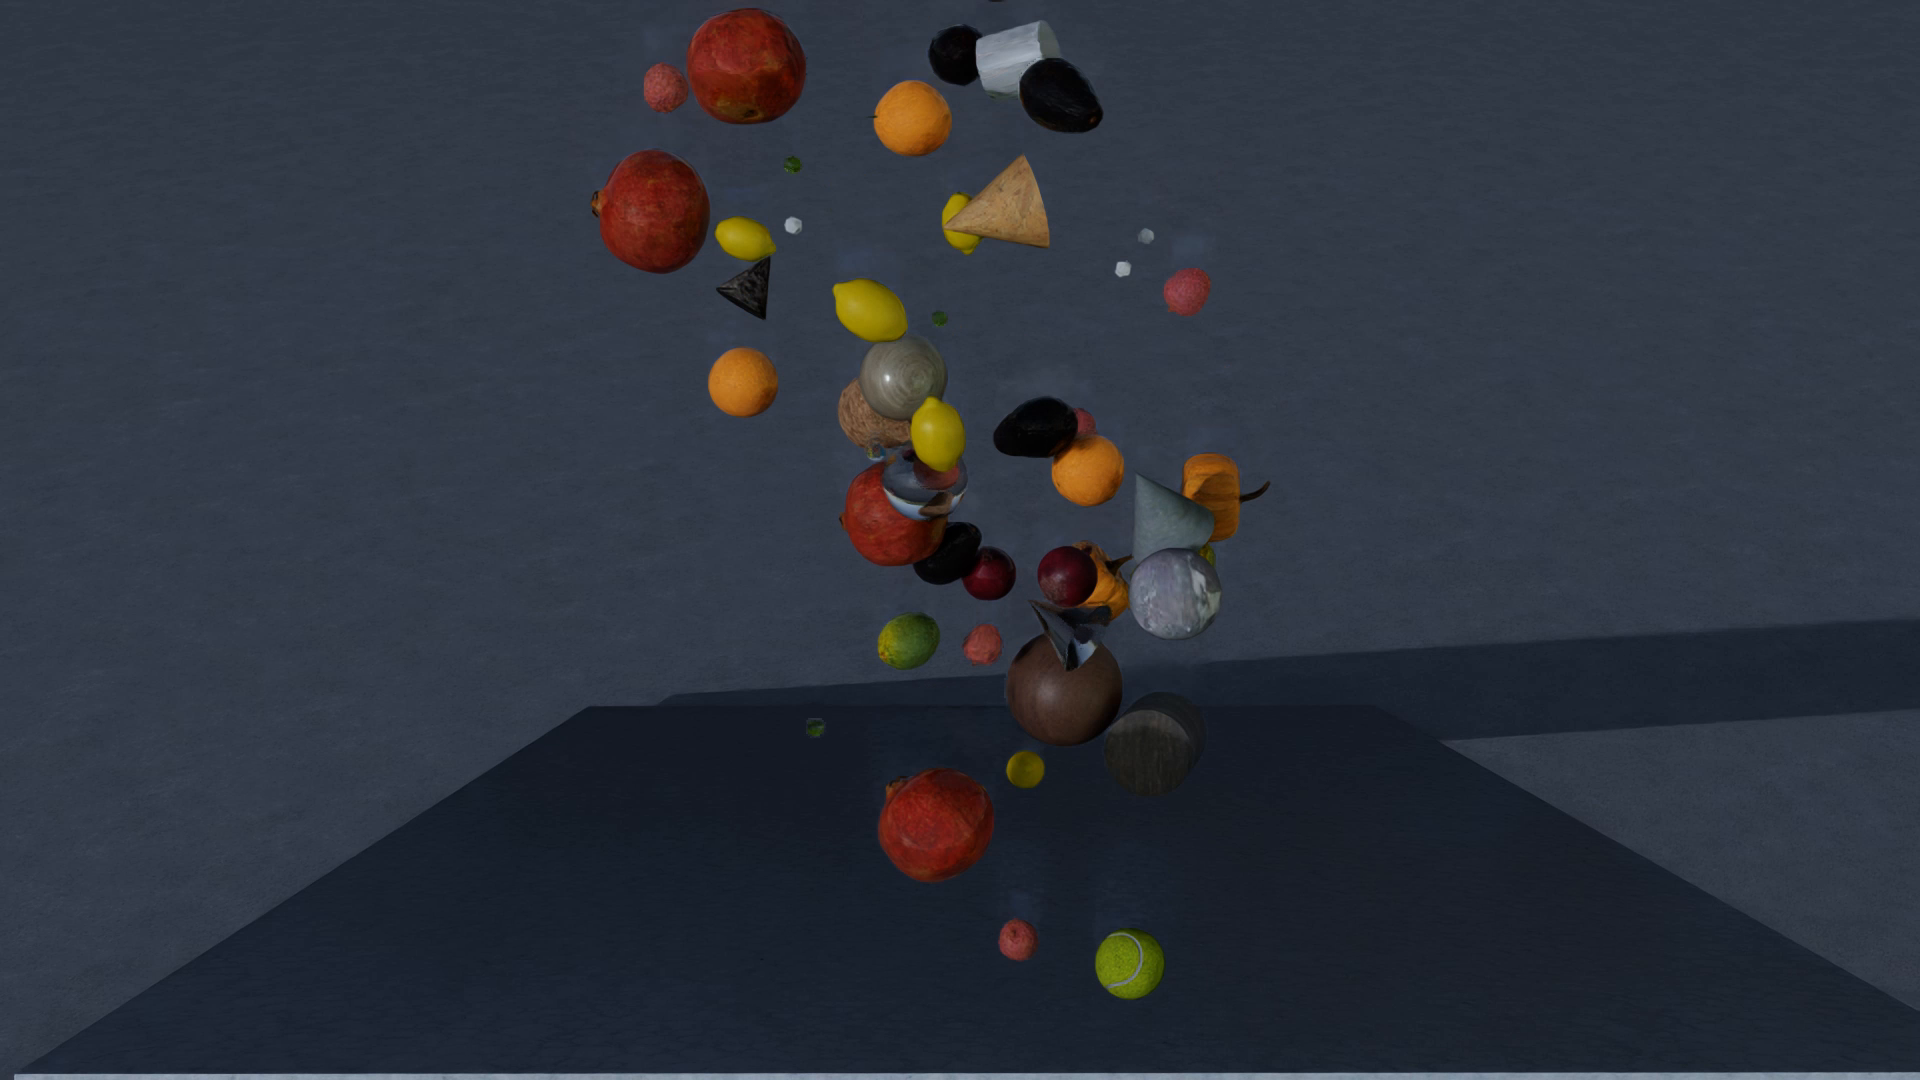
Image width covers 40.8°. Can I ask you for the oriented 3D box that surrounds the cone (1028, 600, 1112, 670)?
[{"bbox_3d":[0.101,0.082,2.681,0.080,0.080,0.080,33,38,24],"label":"cone"}]

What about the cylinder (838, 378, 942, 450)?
[{"bbox_3d":[-0.074,-0.138,2.686,0.082,0.082,0.082,-13,1,-25],"label":"cylinder"}]

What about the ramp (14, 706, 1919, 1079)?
[{"bbox_3d":[0.058,0.526,4.564,2.000,0.100,4.000,0,2,0],"label":"ramp"}]

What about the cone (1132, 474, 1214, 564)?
[{"bbox_3d":[0.189,-0.034,2.499,0.088,0.088,0.088,-21,37,17],"label":"cone"}]

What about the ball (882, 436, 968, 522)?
[{"bbox_3d":[-0.034,-0.060,2.527,0.084,0.084,0.084,0,26,0],"label":"ball"}]

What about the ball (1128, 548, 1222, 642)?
[{"bbox_3d":[0.204,0.051,2.449,0.089,0.089,0.089,0,26,0],"label":"ball"}]

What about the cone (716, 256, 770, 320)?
[{"bbox_3d":[-0.187,-0.238,2.353,0.053,0.053,0.053,31,-3,2],"label":"cone"}]

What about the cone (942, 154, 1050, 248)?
[{"bbox_3d":[0.026,-0.300,2.383,0.091,0.091,0.091,-17,28,-5],"label":"cone"}]

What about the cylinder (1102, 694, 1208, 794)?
[{"bbox_3d":[0.216,0.224,2.838,0.096,0.096,0.096,9,6,17],"label":"cylinder"}]

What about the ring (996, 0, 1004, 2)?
[{"bbox_3d":[0.031,-0.570,2.457,0.139,0.139,0.046,3,59,6],"label":"ring"}]

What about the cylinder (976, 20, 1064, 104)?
[{"bbox_3d":[0.059,-0.474,2.558,0.067,0.067,0.067,-14,21,20],"label":"cylinder"}]

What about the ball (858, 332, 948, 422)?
[{"bbox_3d":[-0.057,-0.164,2.596,0.090,0.090,0.090,0,26,0],"label":"ball"}]
